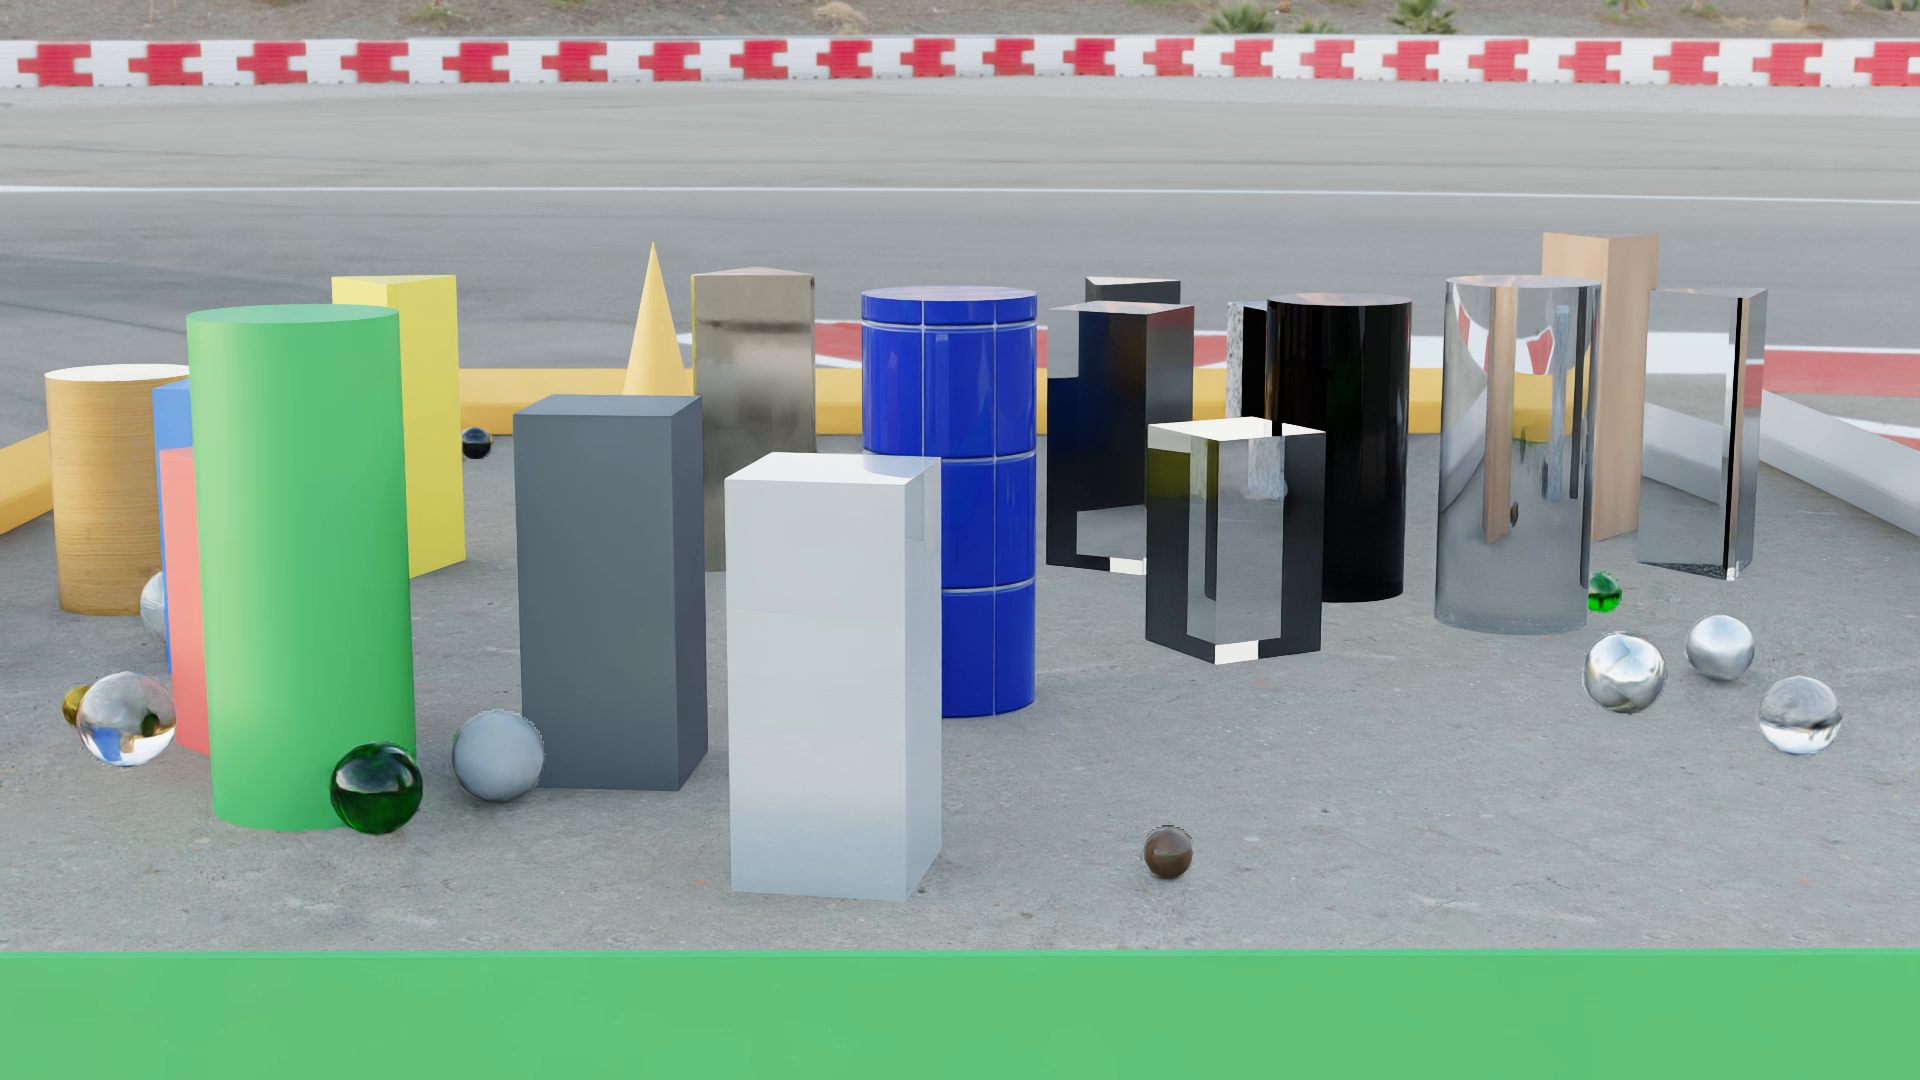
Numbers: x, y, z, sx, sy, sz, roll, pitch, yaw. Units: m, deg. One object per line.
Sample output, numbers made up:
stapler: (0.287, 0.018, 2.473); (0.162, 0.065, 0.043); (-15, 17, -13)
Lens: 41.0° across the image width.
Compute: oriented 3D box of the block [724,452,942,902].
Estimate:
block: (-0.111, 0.119, 2.322); (0.160, 0.373, 0.160); (2, 11, 11)

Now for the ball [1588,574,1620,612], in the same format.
ball: (0.857, 0.071, 3.433); (0.051, 0.051, 0.051); (0, 10, 0)

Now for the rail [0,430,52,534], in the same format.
rail: (-1.485, 0.035, 3.440); (0.045, 0.130, 3.432); (0, 10, 0)

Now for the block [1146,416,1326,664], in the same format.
block: (0.346, -0.003, 3.242); (0.160, 0.279, 0.160); (-6, 12, -28)

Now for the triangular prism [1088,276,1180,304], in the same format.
triangular prism: (0.259, -0.259, 4.377); (0.173, 0.370, 0.150); (-7, 12, -32)

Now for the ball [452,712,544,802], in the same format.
ball: (-0.463, 0.217, 2.569); (0.090, 0.090, 0.090); (0, 10, 0)

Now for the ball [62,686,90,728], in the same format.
ball: (-0.975, 0.186, 2.857); (0.048, 0.048, 0.048); (0, 10, 0)

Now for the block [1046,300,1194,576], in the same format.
block: (0.237, -0.155, 3.789); (0.160, 0.378, 0.160); (6, 12, 30)

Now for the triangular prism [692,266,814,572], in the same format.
triangular prism: (-0.299, -0.181, 3.783); (0.173, 0.431, 0.150); (0, 10, -2)

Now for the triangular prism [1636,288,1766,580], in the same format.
triangular prism: (1.117, -0.161, 3.751); (0.150, 0.405, 0.173); (-7, 13, -34)

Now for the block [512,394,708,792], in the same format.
block: (-0.358, 0.051, 2.659); (0.160, 0.385, 0.160); (1, 11, 5)

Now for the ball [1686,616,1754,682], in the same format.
ball: (0.911, 0.130, 3.075); (0.078, 0.078, 0.078); (0, 10, 0)

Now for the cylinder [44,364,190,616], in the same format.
cylinder: (-1.136, -0.072, 3.507); (0.200, 0.317, 0.200); (0, 10, 0)

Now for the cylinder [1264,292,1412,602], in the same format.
cylinder: (0.525, -0.133, 3.586); (0.200, 0.408, 0.200); (0, 10, 0)

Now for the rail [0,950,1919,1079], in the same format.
rail: (0.010, 0.341, 1.785); (3.018, 0.130, 0.045); (0, 10, 0)

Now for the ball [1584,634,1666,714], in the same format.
ball: (0.756, 0.152, 2.920); (0.091, 0.091, 0.091); (0, 10, 0)

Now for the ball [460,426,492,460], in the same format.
ball: (-0.908, -0.182, 4.805); (0.061, 0.061, 0.061); (0, 10, 0)

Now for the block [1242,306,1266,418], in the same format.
block: (0.556, -0.195, 4.095); (0.160, 0.347, 0.160); (-4, 11, -19)

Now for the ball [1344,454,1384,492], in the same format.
ball: (0.695, -0.117, 4.420); (0.066, 0.066, 0.066); (0, 10, 0)

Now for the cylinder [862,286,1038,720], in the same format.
cylinder: (-0.012, -0.048, 2.951); (0.200, 0.472, 0.200); (0, 10, 0)

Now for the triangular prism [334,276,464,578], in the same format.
triangular prism: (-0.799, -0.171, 3.754); (0.150, 0.424, 0.173); (-9, 14, -39)

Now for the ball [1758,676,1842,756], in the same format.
ball: (0.898, 0.188, 2.744); (0.085, 0.085, 0.085); (0, 10, 0)

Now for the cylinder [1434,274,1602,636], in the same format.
cylinder: (0.734, -0.116, 3.381); (0.200, 0.450, 0.200); (0, 10, 0)

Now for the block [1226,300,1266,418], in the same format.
block: (0.565, -0.250, 4.468); (0.160, 0.319, 0.160); (-2, 11, -12)

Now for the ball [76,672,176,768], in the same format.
ball: (-0.876, 0.189, 2.697); (0.100, 0.100, 0.100); (0, 10, 0)

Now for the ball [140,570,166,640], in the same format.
ball: (-0.994, 0.082, 3.272); (0.100, 0.100, 0.100); (0, 10, 0)

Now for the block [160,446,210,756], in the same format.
block: (-0.741, 0.063, 2.763); (0.160, 0.322, 0.160); (-10, 14, -43)

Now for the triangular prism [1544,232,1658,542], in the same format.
triangular prism: (0.981, -0.248, 4.050); (0.150, 0.468, 0.173); (9, 14, 41)

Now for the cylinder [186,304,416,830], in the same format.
cylinder: (-0.645, 0.021, 2.529); (0.200, 0.490, 0.200); (0, 10, 0)

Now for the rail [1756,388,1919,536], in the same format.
rail: (1.485, 0.032, 3.457); (0.045, 0.130, 3.432); (0, 10, 0)

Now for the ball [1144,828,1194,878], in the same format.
ball: (0.189, 0.284, 2.330); (0.045, 0.045, 0.045); (0, 10, 0)

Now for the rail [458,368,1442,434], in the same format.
rail: (-0.010, -0.274, 5.113); (3.018, 0.130, 0.045); (0, 10, 0)

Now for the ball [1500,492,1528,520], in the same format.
ball: (0.901, -0.056, 4.168); (0.044, 0.044, 0.044); (0, 10, 0)

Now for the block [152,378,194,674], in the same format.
block: (-0.873, -0.022, 3.153); (0.160, 0.348, 0.160); (1, 11, 6)

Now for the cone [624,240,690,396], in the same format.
cone: (-0.486, -0.252, 4.106); (0.200, 0.454, 0.200); (0, 10, 0)

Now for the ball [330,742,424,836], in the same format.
ball: (-0.557, 0.237, 2.447); (0.088, 0.088, 0.088); (0, 10, 0)
